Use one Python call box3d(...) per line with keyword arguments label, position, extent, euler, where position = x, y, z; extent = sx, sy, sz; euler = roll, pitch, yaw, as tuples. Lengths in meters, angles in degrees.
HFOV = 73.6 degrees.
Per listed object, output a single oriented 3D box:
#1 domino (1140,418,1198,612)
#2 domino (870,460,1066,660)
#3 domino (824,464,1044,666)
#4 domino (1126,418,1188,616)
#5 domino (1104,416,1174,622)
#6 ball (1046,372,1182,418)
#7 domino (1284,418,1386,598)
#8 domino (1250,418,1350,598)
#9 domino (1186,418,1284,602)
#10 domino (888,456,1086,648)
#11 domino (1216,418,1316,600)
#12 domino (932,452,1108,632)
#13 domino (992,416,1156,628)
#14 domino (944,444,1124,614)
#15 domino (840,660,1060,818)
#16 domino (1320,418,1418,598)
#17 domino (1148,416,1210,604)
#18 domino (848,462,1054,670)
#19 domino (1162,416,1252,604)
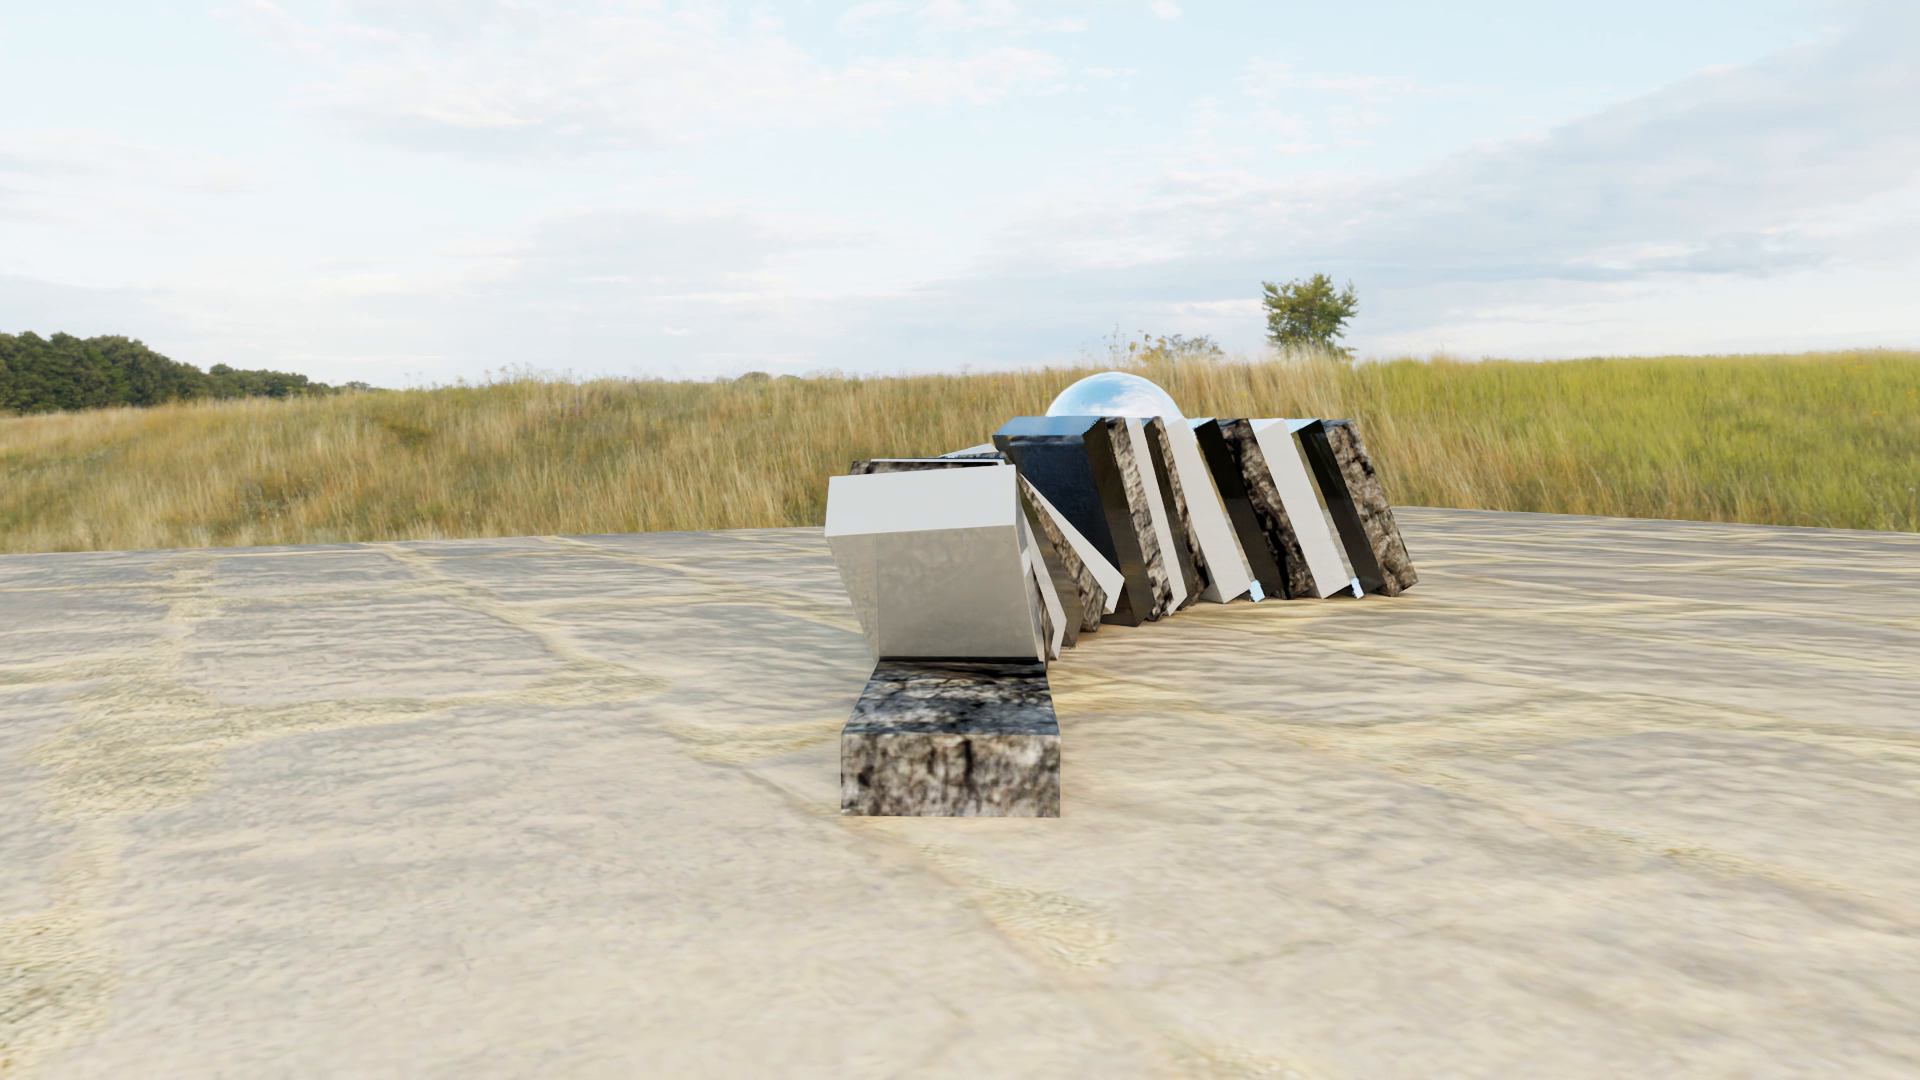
box3d(label="domino", position=(0.042, -0.006, 0.327), extent=(0.025, 0.050, 0.009), euler=(4, 33, 40))
box3d(label="domino", position=(0.002, 0.005, 0.241), extent=(0.025, 0.009, 0.050), euler=(2, -36, 22))
box3d(label="domino", position=(-0.002, 0.008, 0.189), extent=(0.025, 0.009, 0.050), euler=(-3, -33, 7))
box3d(label="domino", position=(0.038, -0.006, 0.318), extent=(0.025, 0.050, 0.009), euler=(4, 33, 40))
box3d(label="domino", position=(0.033, -0.005, 0.308), extent=(0.025, 0.050, 0.009), euler=(4, 33, 40))
box3d(label="ball", position=(0.081, -0.048, 0.677), extent=(0.080, 0.080, 0.080), euler=(0, 4, 0))
box3d(label="domino", position=(0.101, -0.009, 0.363), extent=(0.009, 0.050, 0.025), euler=(-26, 10, -10))
box3d(label="domino", position=(0.090, -0.009, 0.360), extent=(0.010, 0.050, 0.025), euler=(-26, 10, -10))
box3d(label="domino", position=(0.070, -0.009, 0.353), extent=(0.010, 0.050, 0.025), euler=(-27, 11, -12))
box3d(label="domino", position=(0.005, 0.003, 0.256), extent=(0.025, 0.009, 0.050), euler=(1, -36, 27))
box3d(label="domino", position=(0.080, -0.009, 0.358), extent=(0.009, 0.050, 0.025), euler=(-26, 10, -10))
box3d(label="domino", position=(0.009, 0.002, 0.271), extent=(0.025, 0.009, 0.050), euler=(-2, -38, 35))
box3d(label="domino", position=(0.027, -0.004, 0.298), extent=(0.025, 0.050, 0.009), euler=(4, 33, 40))
box3d(label="domino", position=(0.011, 0.000, 0.285), extent=(0.025, 0.009, 0.050), euler=(-11, -43, 44))
box3d(label="domino", position=(0.000, 0.025, 0.171), extent=(0.025, 0.009, 0.050), euler=(0, 4, 1))
box3d(label="domino", position=(0.111, -0.009, 0.365), extent=(0.010, 0.050, 0.025), euler=(-26, 10, -10))
box3d(label="domino", position=(0.047, -0.007, 0.338), extent=(0.025, 0.050, 0.010), euler=(2, 32, 41))
box3d(label="domino", position=(-0.001, 0.006, 0.225), extent=(0.025, 0.009, 0.050), euler=(1, -36, 18))
box3d(label="domino", position=(0.060, -0.008, 0.348), extent=(0.010, 0.050, 0.025), euler=(-28, 13, -17))
